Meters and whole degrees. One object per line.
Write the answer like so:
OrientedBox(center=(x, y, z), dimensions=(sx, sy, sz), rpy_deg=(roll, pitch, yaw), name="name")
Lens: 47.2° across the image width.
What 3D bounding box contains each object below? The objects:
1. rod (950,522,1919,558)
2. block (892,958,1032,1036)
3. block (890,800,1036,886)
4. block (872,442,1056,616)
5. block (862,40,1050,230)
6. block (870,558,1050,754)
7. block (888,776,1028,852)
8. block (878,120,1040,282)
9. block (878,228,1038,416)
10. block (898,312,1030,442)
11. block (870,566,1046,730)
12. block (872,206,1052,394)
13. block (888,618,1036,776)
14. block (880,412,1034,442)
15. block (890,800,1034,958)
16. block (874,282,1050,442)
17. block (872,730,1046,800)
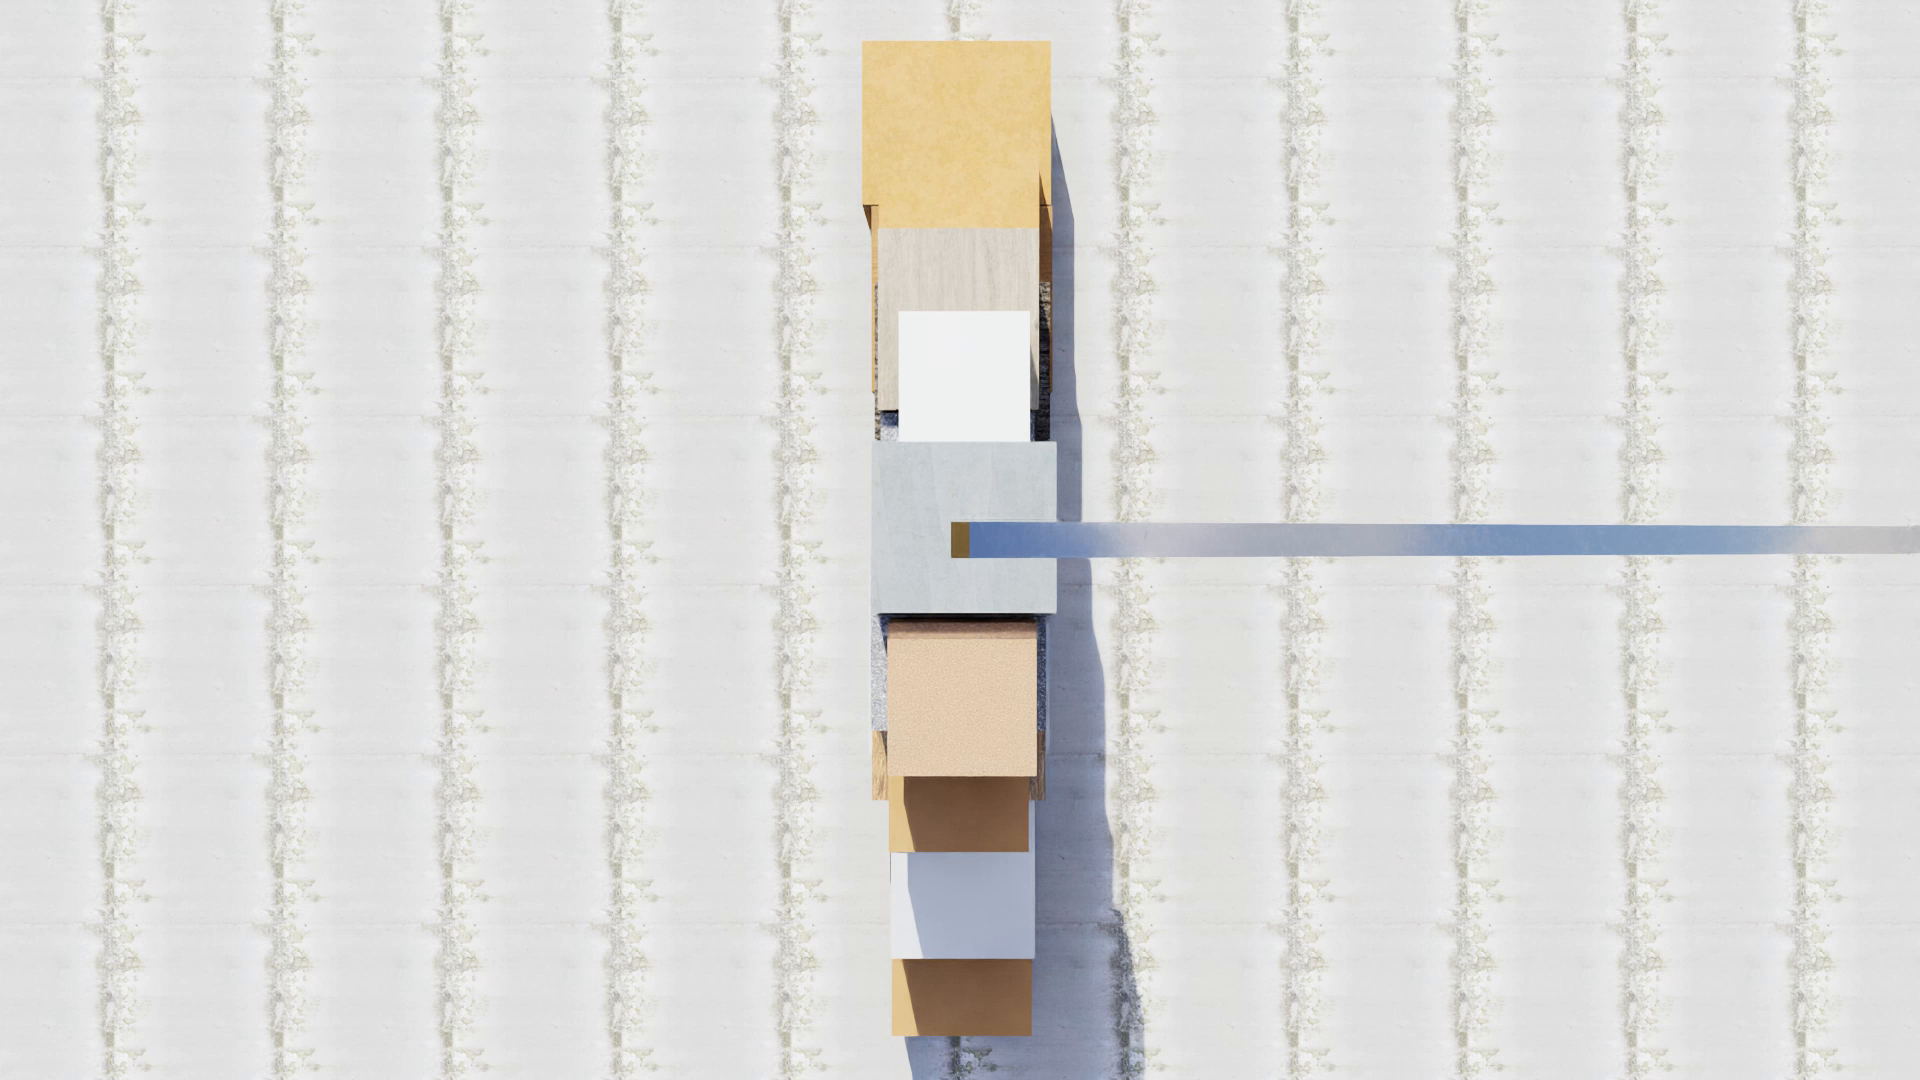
OrientedBox(center=(2.234, 0.000, 6.152), dimensions=(5.200, 0.080, 0.080), rpy_deg=(0, 90, -31), name="rod")
OrientedBox(center=(0.009, 2.334, 12.559), dimensions=(0.770, 0.881, 0.798), rpy_deg=(0, 90, 0), name="block")
OrientedBox(center=(0.014, 1.544, 12.632), dimensions=(0.810, 0.736, 0.762), rpy_deg=(0, 90, 0), name="block")
OrientedBox(center=(0.017, -0.037, 9.752), dimensions=(0.790, 0.750, 0.730), rpy_deg=(0, 87, 0), name="block")
OrientedBox(center=(-0.019, -2.285, 12.520), dimensions=(1.034, 0.960, 0.896), rpy_deg=(0, 90, 0), name="block")
OrientedBox(center=(-0.004, 0.624, 12.416), dimensions=(0.972, 1.168, 1.058), rpy_deg=(0, 90, 0), name="block")
OrientedBox(center=(-0.006, 1.178, 10.642), dimensions=(0.661, 0.556, 0.583), rpy_deg=(0, 90, 0), name="block")
OrientedBox(center=(-0.005, -1.744, 11.666), dimensions=(0.824, 0.725, 0.822), rpy_deg=(0, 90, 0), name="block")
OrientedBox(center=(-0.008, -1.042, 10.835), dimensions=(0.759, 0.918, 0.858), rpy_deg=(0, 90, 0), name="block")
OrientedBox(center=(0.020, -0.710, 10.092), dimensions=(0.585, 0.568, 0.622), rpy_deg=(0, 90, 0), name="block")
OrientedBox(center=(-0.007, 0.498, 10.520), dimensions=(0.807, 0.801, 0.757), rpy_deg=(0, 90, 0), name="block")
OrientedBox(center=(0.011, -1.320, 12.514), dimensions=(0.989, 0.971, 1.013), rpy_deg=(0, 90, 0), name="block")
OrientedBox(center=(0.009, 0.686, 9.791), dimensions=(0.642, 0.657, 0.660), rpy_deg=(0, 90, 0), name="block")
OrientedBox(center=(-0.011, -0.256, 10.815), dimensions=(0.733, 0.685, 0.712), rpy_deg=(0, 90, 0), name="block")
OrientedBox(center=(0.015, 1.724, 11.698), dimensions=(0.737, 0.846, 0.851), rpy_deg=(0, 89, 0), name="block")
OrientedBox(center=(0.012, -0.911, 11.661), dimensions=(0.901, 0.734, 0.825), rpy_deg=(0, 90, 0), name="block")
OrientedBox(center=(-0.006, 0.816, 11.376), dimensions=(0.863, 0.911, 0.954), rpy_deg=(0, 90, 0), name="block")
